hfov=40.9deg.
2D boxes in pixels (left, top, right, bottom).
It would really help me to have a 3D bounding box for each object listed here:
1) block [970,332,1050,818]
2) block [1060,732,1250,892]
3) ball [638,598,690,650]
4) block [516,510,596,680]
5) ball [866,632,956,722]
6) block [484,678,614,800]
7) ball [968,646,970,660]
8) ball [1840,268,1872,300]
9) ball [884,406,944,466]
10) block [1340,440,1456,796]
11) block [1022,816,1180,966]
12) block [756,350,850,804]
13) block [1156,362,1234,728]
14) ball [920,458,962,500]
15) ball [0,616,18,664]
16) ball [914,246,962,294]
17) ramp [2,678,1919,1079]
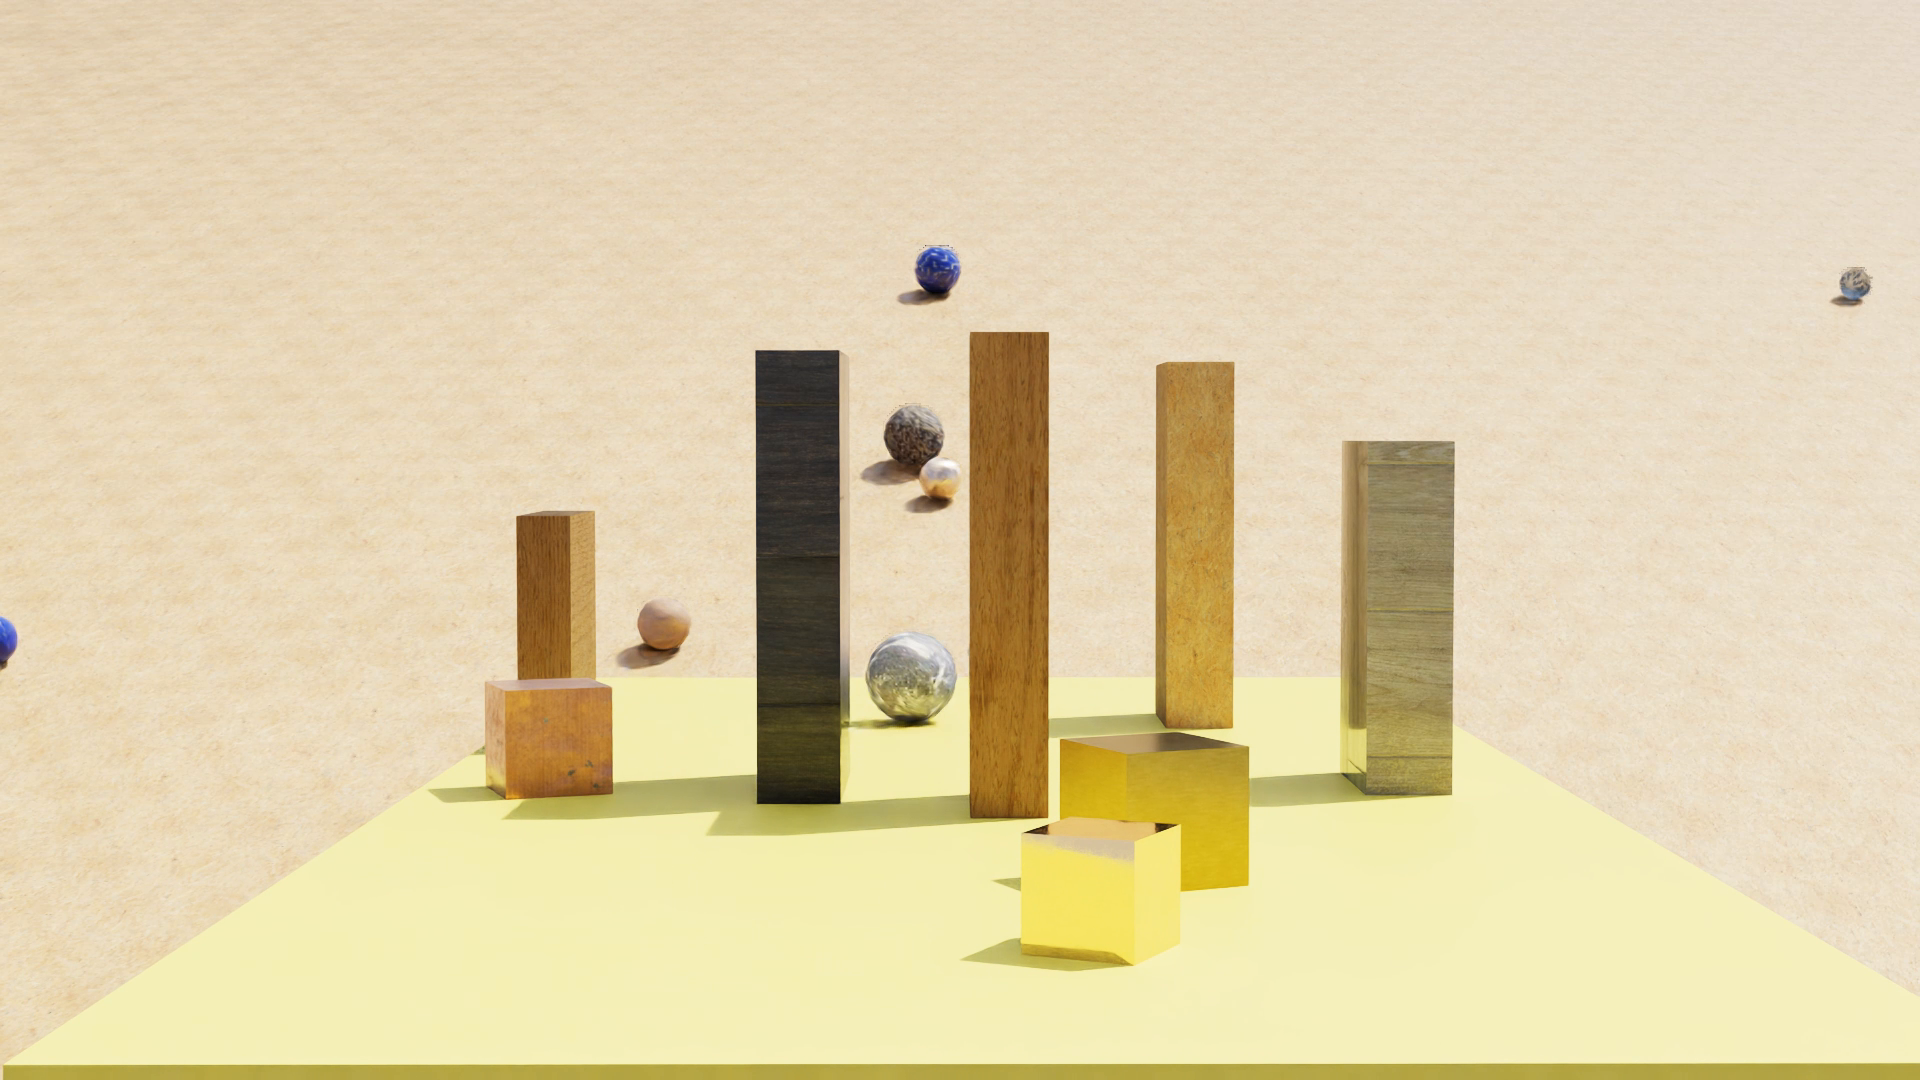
[{"bbox_3d":[0.079,0.052,4.275,0.127,0.783,0.278,0,2,0],"label":"block"},{"bbox_3d":[0.268,0.377,3.575,0.192,0.192,0.192,-1,3,-26],"label":"block"},{"bbox_3d":[-0.791,0.224,6.887,0.142,0.142,0.142,0,23,0],"label":"ball"},{"bbox_3d":[-0.813,0.176,5.205,0.105,0.460,0.348,0,2,0],"label":"block"},{"bbox_3d":[-0.104,0.294,5.520,0.195,0.195,0.195,0,23,0],"label":"ball"},{"bbox_3d":[-0.717,0.343,4.482,0.185,0.185,0.185,-1,3,-21],"label":"block"},{"bbox_3d":[0.079,0.290,6.605,0.117,0.117,0.117,0,23,0],"label":"ball"},{"bbox_3d":[3.374,-0.965,9.700,0.115,0.115,0.115,0,23,0],"label":"ball"},{"bbox_3d":[-0.144,-0.328,8.113,0.191,0.191,0.191,0,23,0],"label":"ball"},{"bbox_3d":[0.770,0.128,4.550,0.148,0.607,0.300,0,2,0],"label":"block"},{"bbox_3d":[0.171,0.420,3.099,0.146,0.146,0.146,1,3,26],"label":"block"},{"bbox_3d":[-0.271,0.055,4.493,0.140,0.759,0.394,0,2,0],"label":"block"},{"bbox_3d":[0.503,0.006,5.541,0.141,0.770,0.300,0,2,0],"label":"block"},{"bbox_3d":[-0.059,-0.187,7.860,0.131,0.131,0.131,0,23,0],"label":"ball"},{"bbox_3d":[-2.559,0.264,6.803,0.134,0.134,0.134,0,23,0],"label":"ball"},{"bbox_3d":[-0.085,-1.023,9.754,0.179,0.179,0.179,0,23,0],"label":"ball"},{"bbox_3d":[0.053,0.483,4.539,2.000,0.100,4.000,0,2,0],"label":"ramp"}]
